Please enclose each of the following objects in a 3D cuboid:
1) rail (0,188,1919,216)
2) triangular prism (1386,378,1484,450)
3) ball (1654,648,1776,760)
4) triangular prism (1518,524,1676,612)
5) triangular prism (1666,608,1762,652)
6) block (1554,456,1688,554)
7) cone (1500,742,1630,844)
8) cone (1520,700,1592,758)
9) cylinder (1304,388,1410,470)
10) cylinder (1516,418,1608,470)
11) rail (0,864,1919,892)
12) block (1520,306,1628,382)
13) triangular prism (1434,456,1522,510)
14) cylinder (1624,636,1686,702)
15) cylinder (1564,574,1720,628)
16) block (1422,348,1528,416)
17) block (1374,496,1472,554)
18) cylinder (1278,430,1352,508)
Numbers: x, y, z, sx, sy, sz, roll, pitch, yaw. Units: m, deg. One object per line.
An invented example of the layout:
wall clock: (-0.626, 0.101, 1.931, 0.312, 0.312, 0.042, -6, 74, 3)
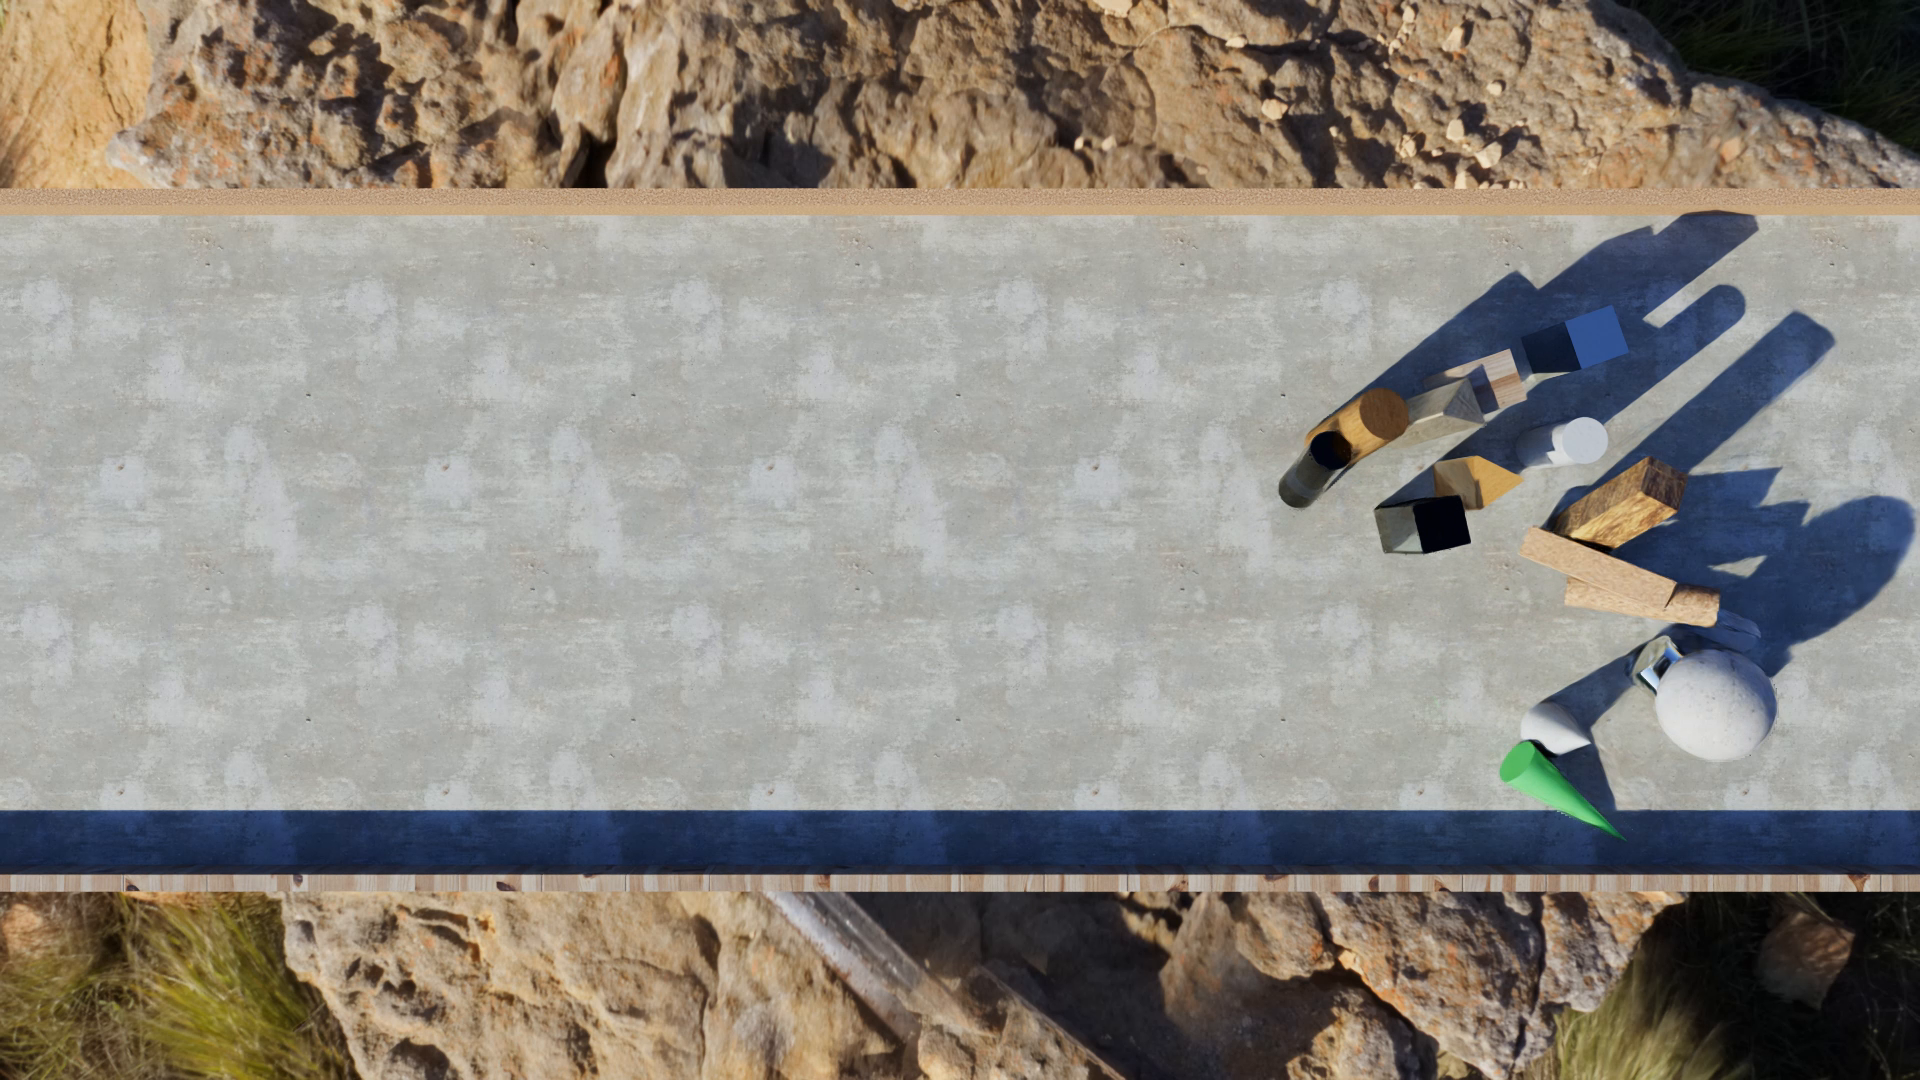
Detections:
rail: (-2.247, -1.025, 5.002, 12.000, 0.150, 0.050, 0, 90, 0)
triangular prism: (1.360, -0.374, 4.859, 0.136, 0.438, 0.118, 11, 80, -16)
ball: (2.172, 0.472, 4.746, 0.319, 0.319, 0.319, 0, 90, 0)
triangular prism: (1.895, 0.071, 4.896, 0.439, 0.096, 0.083, 25, 130, 27)
triangular prism: (2.243, 0.227, 5.015, 0.370, 0.084, 0.098, 23, 89, 5)
block: (1.927, -0.081, 4.841, 0.126, 0.453, 0.126, 27, 66, -3)
cone: (1.875, 0.803, 5.041, 0.458, 0.143, 0.143, 35, 90, -9)
cone: (1.813, 0.583, 4.906, 0.175, 0.341, 0.175, 0, 90, 0)
cylinder: (1.170, -0.319, 4.883, 0.157, 0.355, 0.157, 4, 75, -14)
cylinder: (1.776, -0.283, 4.882, 0.133, 0.388, 0.133, 0, 90, 0)
rail: (-2.247, 1.025, 5.001, 12.000, 0.150, 0.050, 0, 90, 0)
block: (1.817, -0.579, 4.891, 0.145, 0.372, 0.145, -20, 90, 0)
triangular prism: (1.497, -0.183, 4.875, 0.153, 0.404, 0.133, -34, 90, 0)
cylinder: (2.192, 0.459, 4.990, 0.311, 0.171, 0.171, 44, 90, 0)
cylinder: (2.040, 0.171, 4.939, 0.420, 0.117, 0.117, 9, 90, 23)
block: (1.519, -0.447, 4.888, 0.154, 0.377, 0.154, -19, 90, 0)
block: (1.354, -0.043, 4.853, 0.139, 0.446, 0.139, -13, 90, 0)
cylinder: (1.054, -0.207, 4.913, 0.124, 0.303, 0.124, 3, 69, -7)
